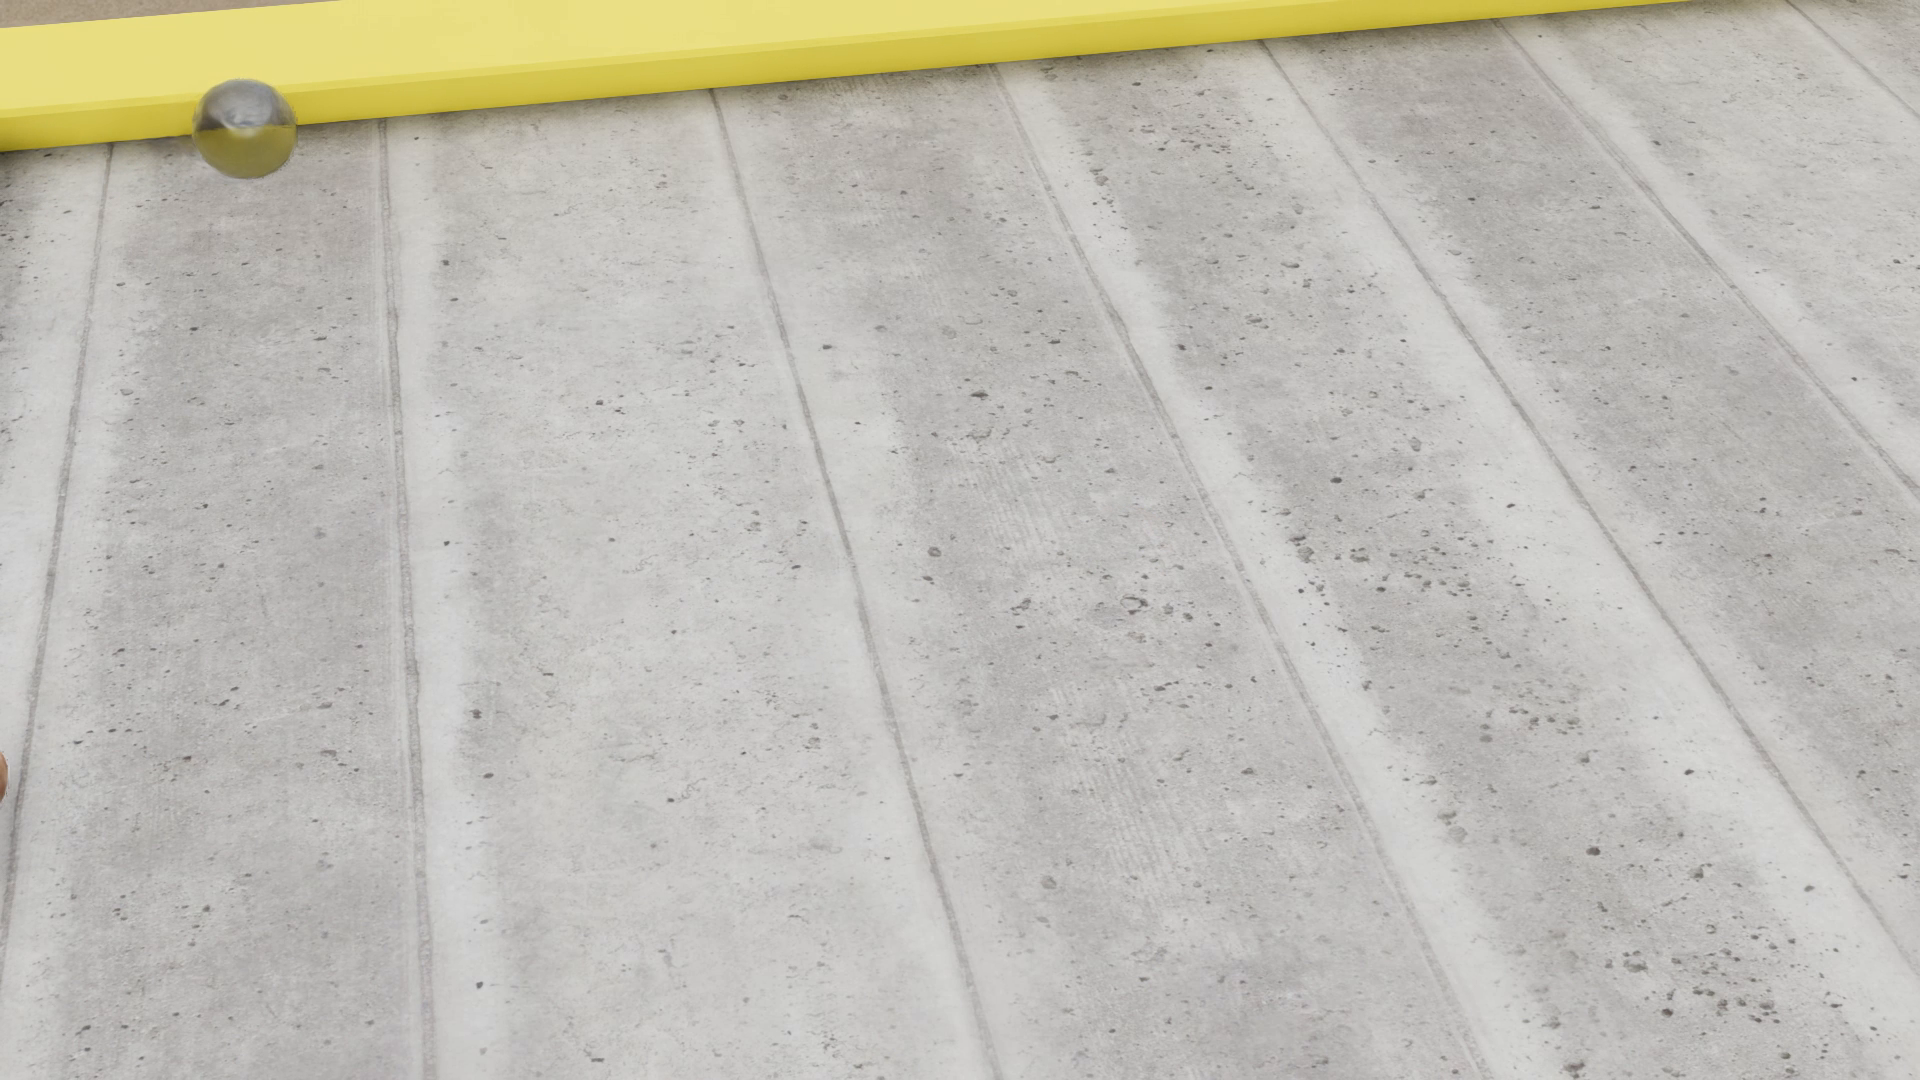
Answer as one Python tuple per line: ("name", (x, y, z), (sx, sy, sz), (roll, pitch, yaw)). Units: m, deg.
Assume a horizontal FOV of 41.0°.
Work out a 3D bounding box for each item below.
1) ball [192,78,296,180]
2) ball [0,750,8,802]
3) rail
("ball", (-0.579, -0.333, 2.076), (0.082, 0.082, 0.082), (0, 36, 0))
("ball", (-0.569, 0.134, 1.446), (0.061, 0.061, 0.061), (0, 36, 0))
("rail", (0.537, -0.515, 2.306), (2.797, 0.107, 0.045), (-7, 36, -9))
